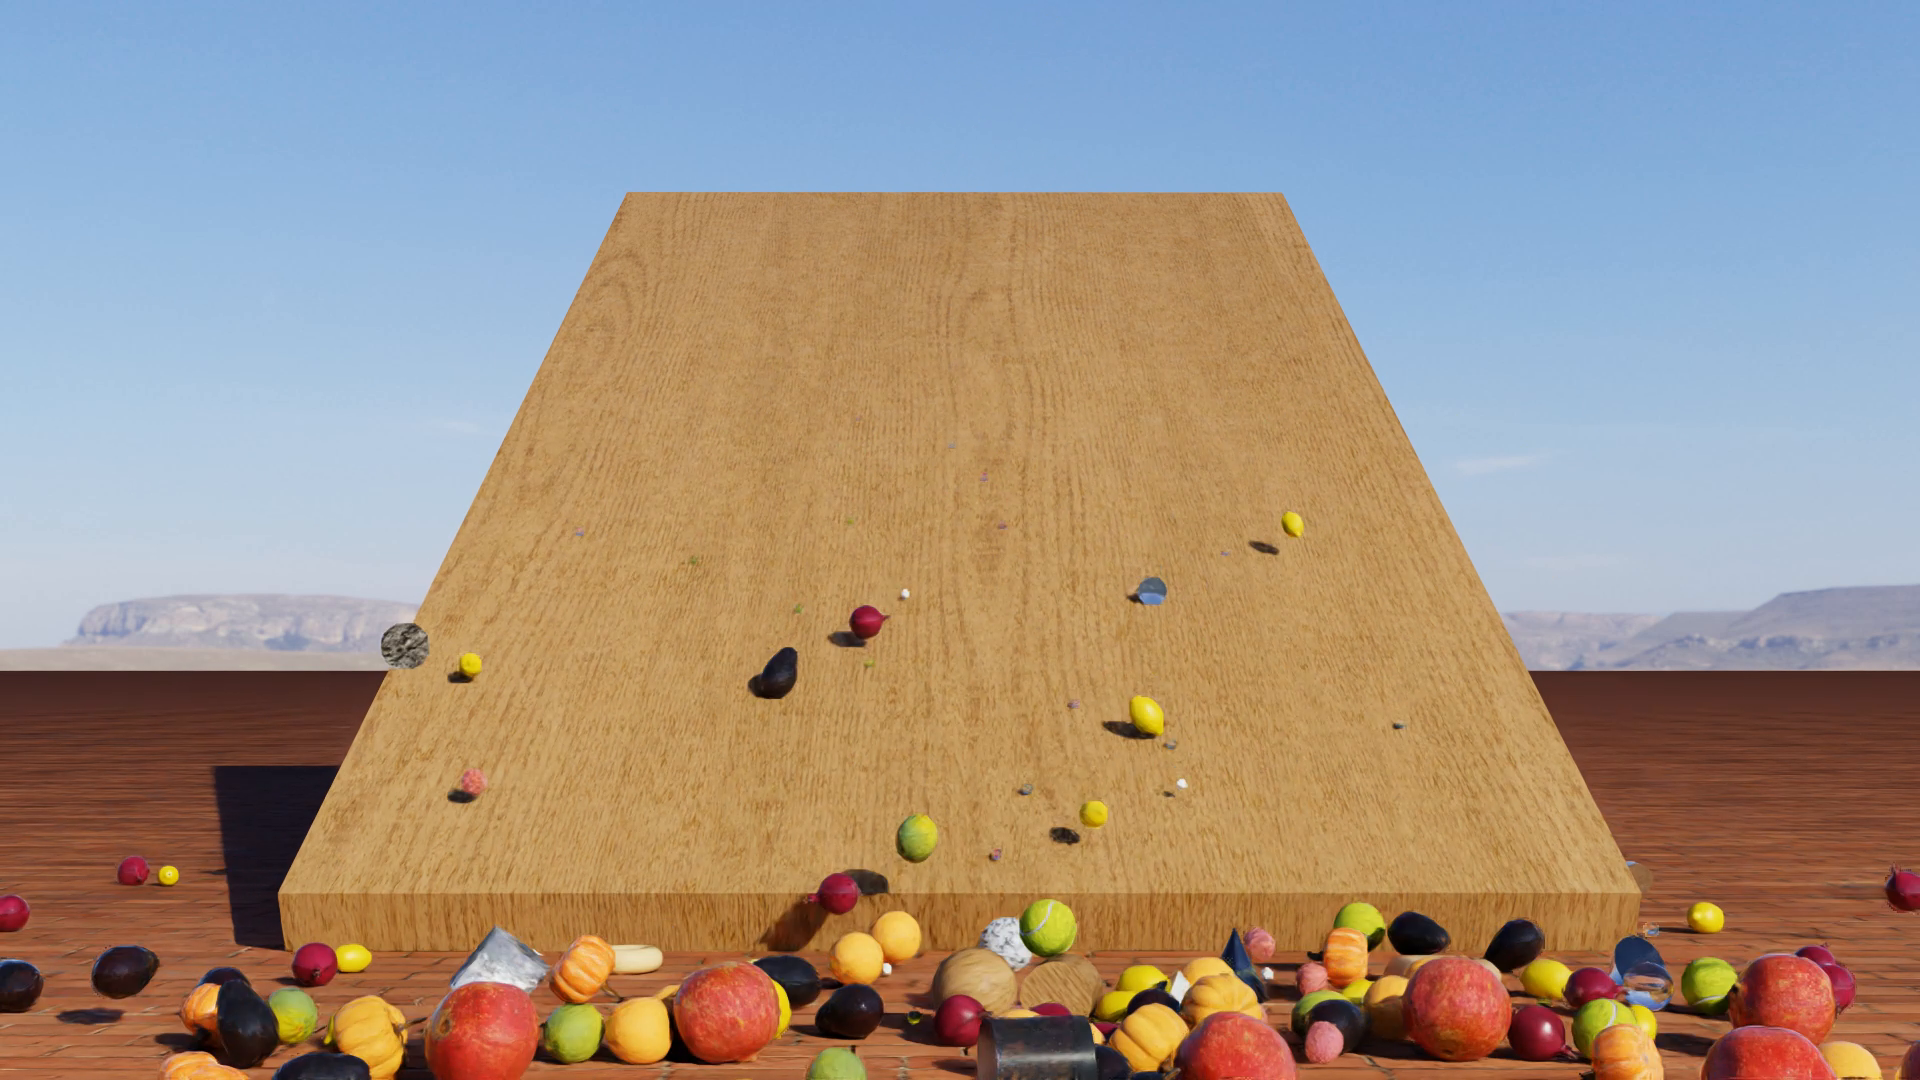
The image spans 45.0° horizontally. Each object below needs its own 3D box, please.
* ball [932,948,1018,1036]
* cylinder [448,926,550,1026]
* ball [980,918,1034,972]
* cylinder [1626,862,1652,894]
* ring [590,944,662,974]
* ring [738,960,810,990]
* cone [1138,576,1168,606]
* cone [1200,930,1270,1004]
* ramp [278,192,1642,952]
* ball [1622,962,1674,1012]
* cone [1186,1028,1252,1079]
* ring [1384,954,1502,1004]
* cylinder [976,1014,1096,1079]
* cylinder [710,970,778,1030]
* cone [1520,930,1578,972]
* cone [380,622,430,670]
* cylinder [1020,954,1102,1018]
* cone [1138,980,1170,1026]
[{"bbox_3d":[0.017,0.518,2.661,0.100,0.100,0.100,0,-3,0],"label":"ball"},{"bbox_3d":[-0.477,0.451,2.397,0.073,0.073,0.073,38,-8,6],"label":"cylinder"},{"bbox_3d":[0.065,0.559,3.194,0.076,0.076,0.076,0,-3,0],"label":"ball"},{"bbox_3d":[1.252,0.628,4.302,0.057,0.057,0.057,0,-3,4],"label":"cylinder"},{"bbox_3d":[-0.462,0.581,3.207,0.101,0.034,0.101,-1,-4,0],"label":"ring"},{"bbox_3d":[-0.247,0.574,3.057,0.098,0.033,0.098,1,-4,0],"label":"ring"},{"bbox_3d":[0.362,0.098,4.343,0.055,0.055,0.055,0,-4,7],"label":"cone"},{"bbox_3d":[0.350,0.539,2.948,0.089,0.089,0.089,0,-3,0],"label":"cone"},{"bbox_3d":[-0.007,-0.226,5.252,2.000,0.100,4.000,0,23,0],"label":"ramp"},{"bbox_3d":[0.843,0.547,2.835,0.060,0.060,0.060,0,-3,0],"label":"ball"},{"bbox_3d":[0.244,0.535,2.328,0.069,0.069,0.069,2,-30,-31],"label":"cone"},{"bbox_3d":[0.617,0.560,2.958,0.149,0.050,0.149,1,-4,0],"label":"ring"},{"bbox_3d":[0.071,0.494,2.171,0.094,0.094,0.094,1,-3,-11],"label":"cylinder"},{"bbox_3d":[-0.254,0.540,2.721,0.063,0.063,0.063,1,-3,-25],"label":"cylinder"},{"bbox_3d":[0.822,0.591,3.220,0.080,0.080,0.080,-6,2,0],"label":"cone"},{"bbox_3d":[-0.983,0.190,4.106,0.084,0.084,0.084,1,-5,-13],"label":"cone"},{"bbox_3d":[0.119,0.528,2.697,0.084,0.084,0.084,-1,-3,12],"label":"cylinder"},{"bbox_3d":[0.231,0.559,2.732,0.057,0.057,0.057,-28,10,-26],"label":"cone"}]
